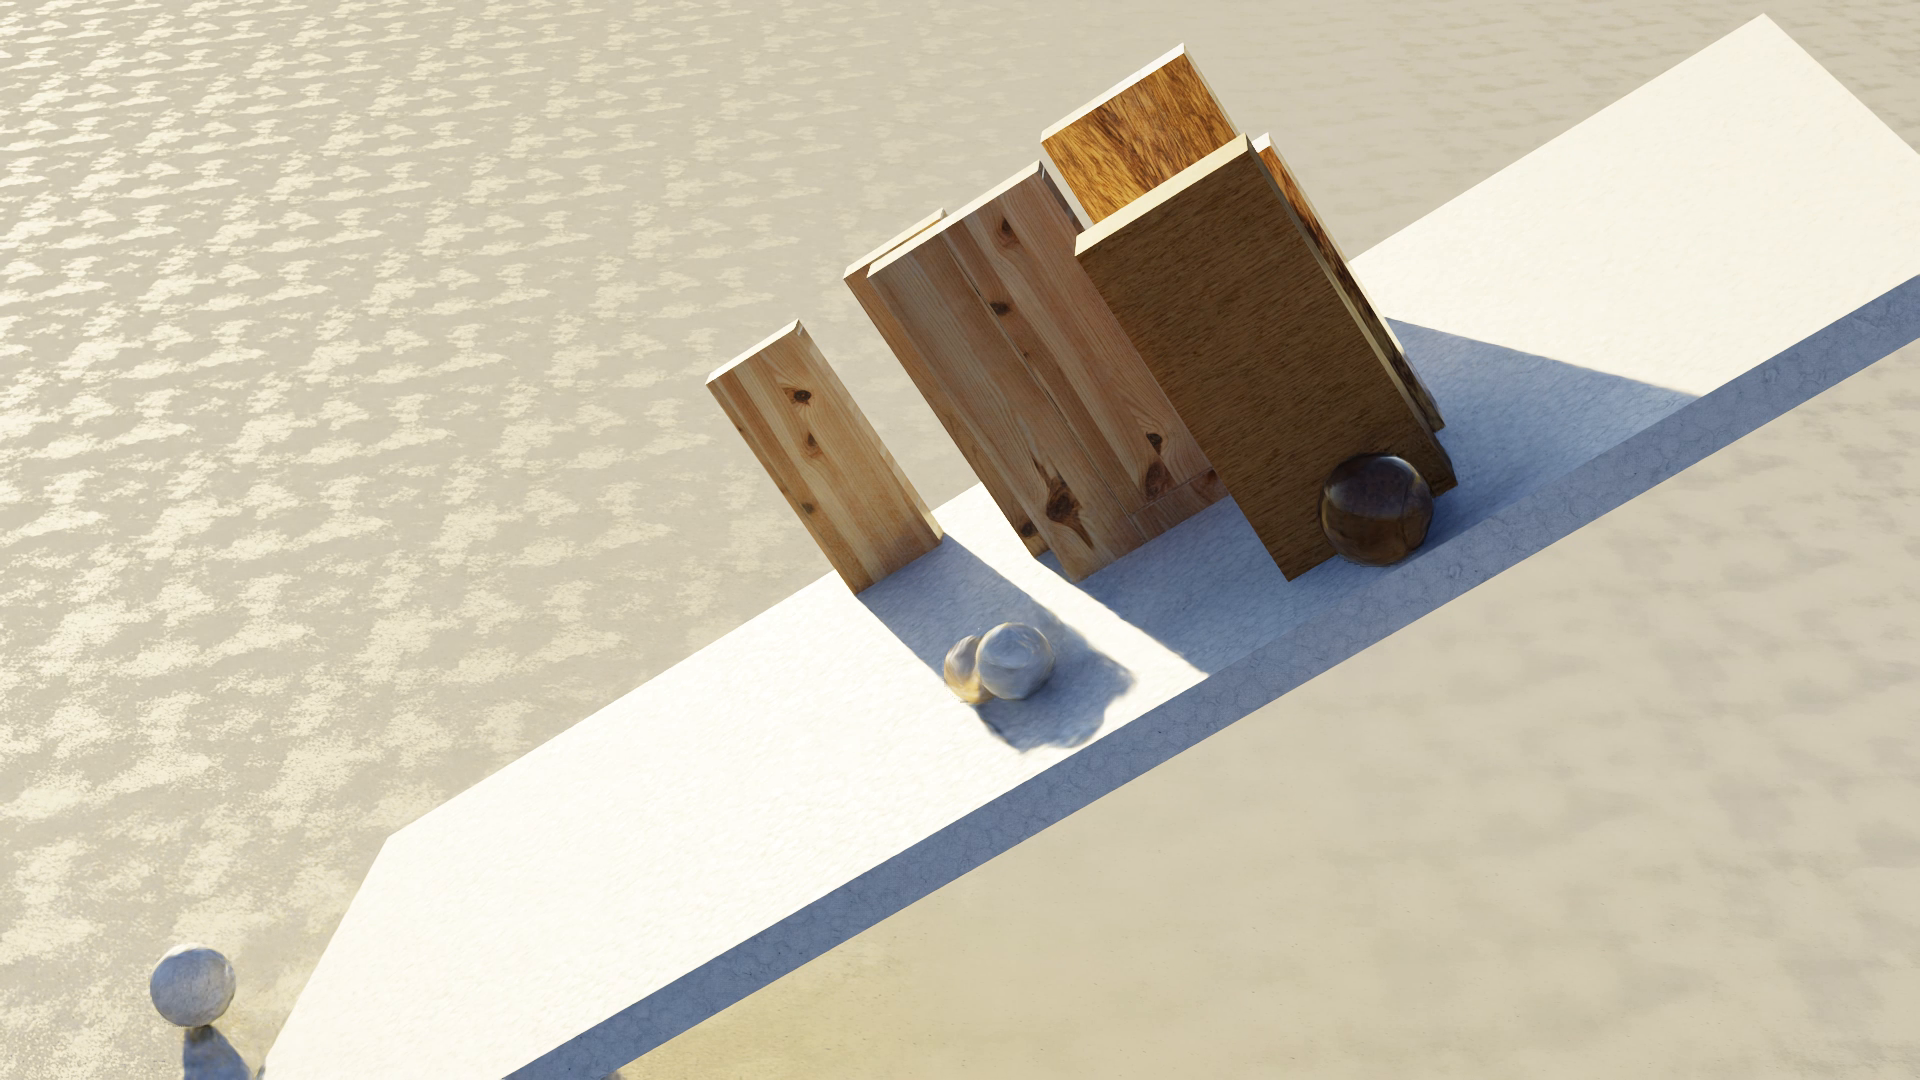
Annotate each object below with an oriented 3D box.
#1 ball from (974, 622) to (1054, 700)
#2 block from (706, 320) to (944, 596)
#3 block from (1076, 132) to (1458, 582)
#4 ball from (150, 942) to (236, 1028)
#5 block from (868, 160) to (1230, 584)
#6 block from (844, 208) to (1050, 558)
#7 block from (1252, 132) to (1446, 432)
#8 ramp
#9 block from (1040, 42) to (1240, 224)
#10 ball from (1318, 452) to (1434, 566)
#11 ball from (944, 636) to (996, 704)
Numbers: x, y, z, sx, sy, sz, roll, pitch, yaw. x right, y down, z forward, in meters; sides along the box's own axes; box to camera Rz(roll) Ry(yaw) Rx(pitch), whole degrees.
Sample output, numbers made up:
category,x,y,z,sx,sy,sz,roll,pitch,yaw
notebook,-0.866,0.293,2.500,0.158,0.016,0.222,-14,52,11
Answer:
category,x,y,z,sx,sy,sz,roll,pitch,yaw
ball,0.105,0.234,5.685,0.152,0.152,0.152,0,20,0
block,-0.317,-0.193,6.977,0.253,0.626,0.087,-31,15,14
block,0.557,-0.326,5.335,0.357,0.730,0.142,-31,15,14
ball,-1.806,1.048,6.921,0.197,0.197,0.197,0,20,0
block,0.200,-0.337,6.026,0.409,0.781,0.101,-31,15,14
block,0.062,-0.335,6.370,0.247,0.751,0.093,-31,15,14
block,0.622,-0.415,5.631,0.320,0.647,0.111,-31,15,14
ramp,0.139,0.171,6.295,4.000,0.100,2.000,-31,15,14
block,0.531,-0.701,6.573,0.369,0.716,0.114,-31,15,14
ball,0.729,-0.055,5.161,0.200,0.200,0.200,0,20,0
ball,0.033,0.256,5.809,0.133,0.133,0.133,0,20,0
